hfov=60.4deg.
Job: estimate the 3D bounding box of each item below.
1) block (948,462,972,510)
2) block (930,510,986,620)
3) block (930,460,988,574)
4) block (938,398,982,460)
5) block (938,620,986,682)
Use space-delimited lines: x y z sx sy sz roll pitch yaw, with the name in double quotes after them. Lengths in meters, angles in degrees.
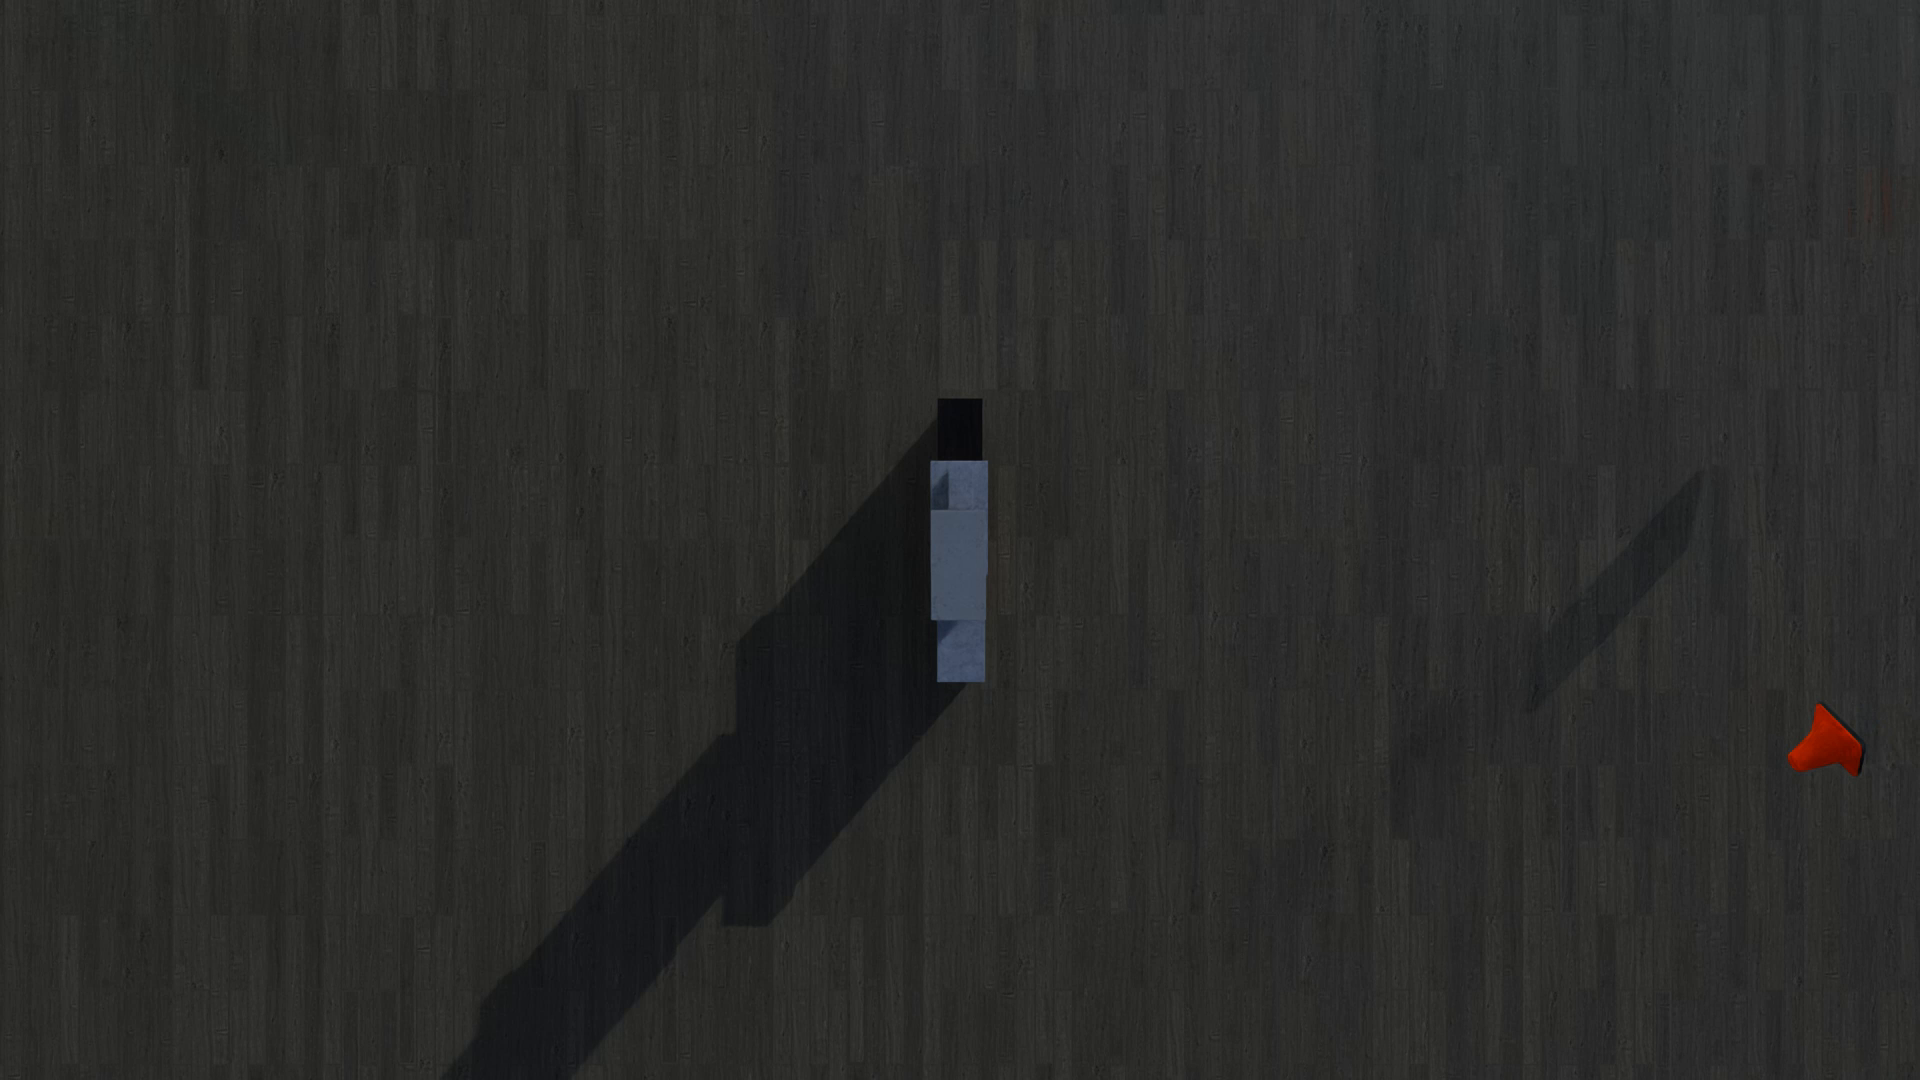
0.002 -0.151 4.638 0.067 0.019 0.133 0 90 0 "block"
-0.004 0.068 4.464 0.148 0.042 0.296 0 90 0 "block"
-0.002 -0.064 4.804 0.166 0.047 0.331 0 90 0 "block"
0.001 -0.304 5.198 0.141 0.040 0.282 0 90 0 "block"
0.004 0.295 5.180 0.149 0.042 0.299 0 90 0 "block"
